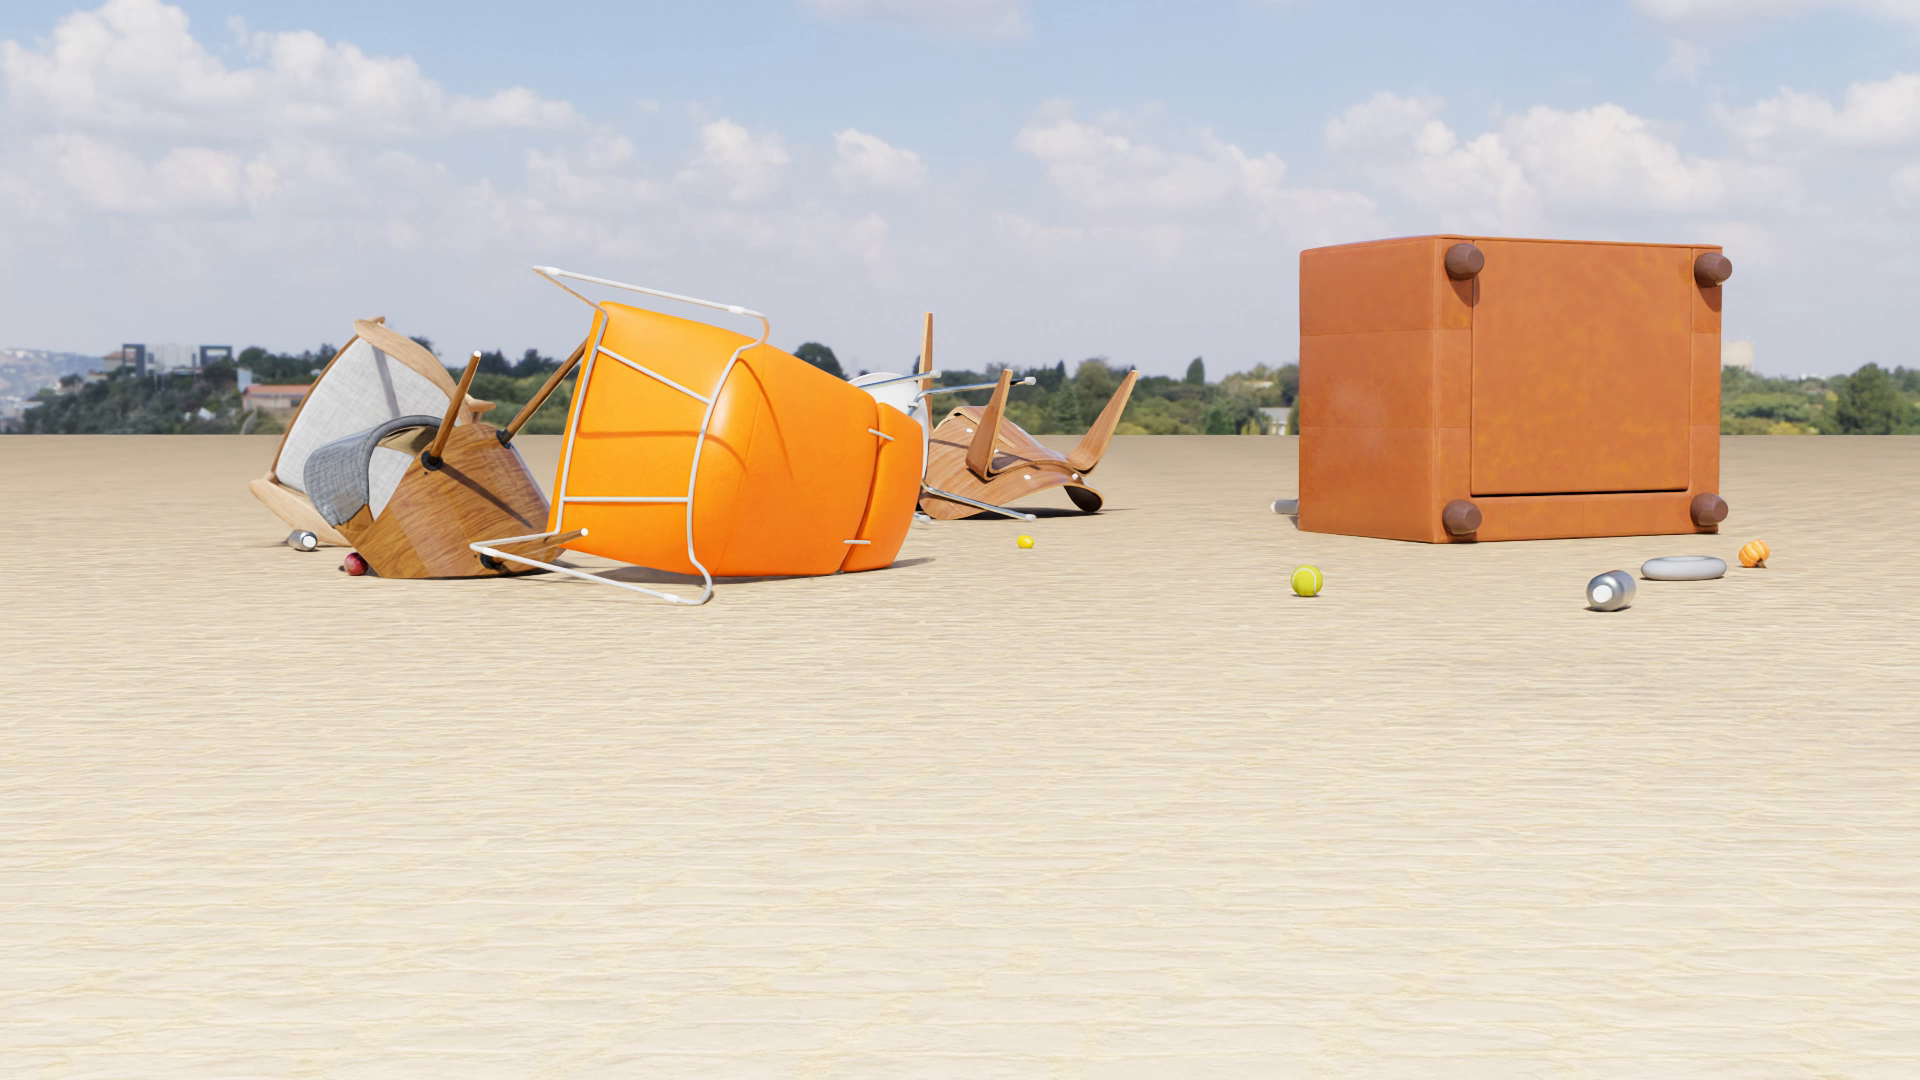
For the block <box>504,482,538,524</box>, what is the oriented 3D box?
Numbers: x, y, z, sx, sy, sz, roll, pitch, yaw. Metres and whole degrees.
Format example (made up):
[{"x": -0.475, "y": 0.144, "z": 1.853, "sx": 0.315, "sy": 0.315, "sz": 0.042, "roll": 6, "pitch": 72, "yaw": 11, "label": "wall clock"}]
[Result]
[{"x": -1.472, "y": -0.125, "z": 7.385, "sx": 0.093, "sy": 0.134, "sz": 0.088, "roll": -2, "pitch": 4, "yaw": -25, "label": "block"}]

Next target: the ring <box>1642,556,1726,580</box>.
[{"x": 1.717, "y": 0.068, "z": 5.216, "sx": 0.259, "sy": 0.048, "sz": 0.142, "roll": -3, "pitch": 6, "yaw": -34, "label": "ring"}]

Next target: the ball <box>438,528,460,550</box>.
[{"x": -1.420, "y": -0.001, "z": 6.119, "sx": 0.060, "sy": 0.060, "sz": 0.060, "roll": 0, "pitch": 4, "yaw": 0, "label": "ball"}]

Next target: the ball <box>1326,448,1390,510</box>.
[{"x": 1.468, "y": -0.225, "z": 8.112, "sx": 0.234, "sy": 0.234, "sz": 0.234, "roll": 0, "pitch": 4, "yaw": 0, "label": "ball"}]

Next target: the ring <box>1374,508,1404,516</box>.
[{"x": 1.530, "y": -0.101, "z": 7.823, "sx": 0.102, "sy": 0.026, "sz": 0.137, "roll": 4, "pitch": 5, "yaw": 35, "label": "ring"}]
